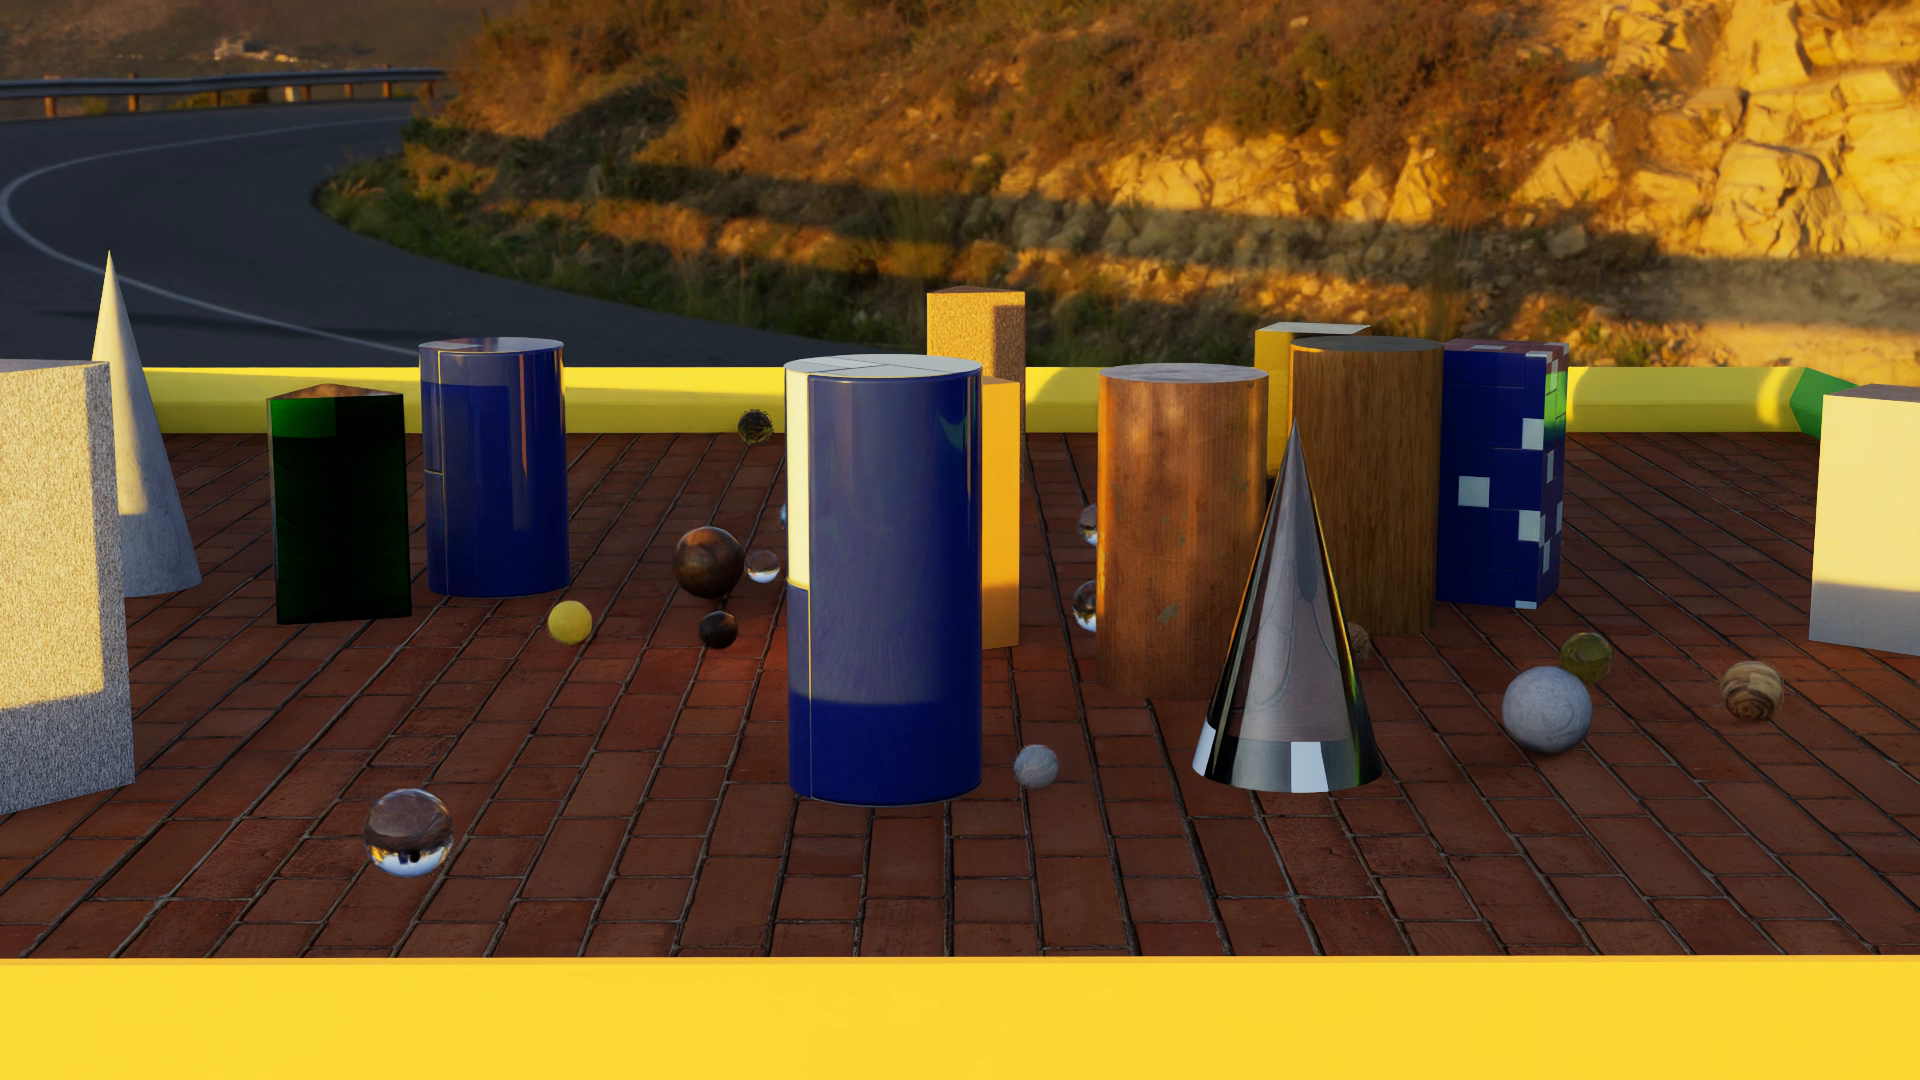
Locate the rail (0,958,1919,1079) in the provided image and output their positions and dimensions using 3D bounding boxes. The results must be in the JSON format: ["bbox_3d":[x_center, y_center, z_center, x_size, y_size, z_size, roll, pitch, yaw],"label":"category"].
[{"bbox_3d":[0.010,0.344,1.771,3.418,0.130,0.045,0,10,0],"label":"rail"}]

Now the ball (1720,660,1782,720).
[{"bbox_3d":[0.890,0.169,2.887,0.068,0.068,0.068,0,10,0],"label":"ball"}]

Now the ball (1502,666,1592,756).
[{"bbox_3d":[0.628,0.182,2.744,0.095,0.095,0.095,0,10,0],"label":"ball"}]

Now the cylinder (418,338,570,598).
[{"bbox_3d":[-0.655,-0.105,3.619,0.200,0.342,0.200,0,10,0],"label":"cylinder"}]

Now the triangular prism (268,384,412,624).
[{"bbox_3d":[-0.841,-0.053,3.456,0.173,0.300,0.150,-3,11,-18],"label":"triangular prism"}]

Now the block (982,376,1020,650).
[{"bbox_3d":[-0.035,-0.037,3.265,0.160,0.336,0.160,-6,12,-30],"label":"block"}]

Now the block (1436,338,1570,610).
[{"bbox_3d":[0.741,-0.096,3.554,0.160,0.347,0.160,5,11,23],"label":"block"}]

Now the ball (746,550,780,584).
[{"bbox_3d":[-0.281,0.038,3.656,0.047,0.047,0.047,0,10,0],"label":"ball"}]

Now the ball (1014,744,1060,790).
[{"bbox_3d":[0.078,0.231,2.616,0.046,0.046,0.046,0,10,0],"label":"ball"}]

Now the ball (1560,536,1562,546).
[{"bbox_3d":[0.871,-0.003,3.840,0.060,0.060,0.060,0,10,0],"label":"ball"}]

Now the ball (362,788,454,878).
[{"bbox_3d":[-0.501,0.266,2.330,0.082,0.082,0.082,0,10,0],"label":"ball"}]

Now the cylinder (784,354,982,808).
[{"bbox_3d":[-0.077,0.036,2.611,0.200,0.430,0.200,0,10,0],"label":"cylinder"}]

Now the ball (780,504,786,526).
[{"bbox_3d":[-0.266,-0.038,4.079,0.043,0.043,0.043,0,10,0],"label":"ball"}]

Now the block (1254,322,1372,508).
[{"bbox_3d":[0.591,-0.209,4.308,0.160,0.295,0.160,4,11,21],"label":"block"}]

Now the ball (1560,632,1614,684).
[{"bbox_3d":[0.748,0.140,3.061,0.062,0.062,0.062,0,10,0],"label":"ball"}]

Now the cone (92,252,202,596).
[{"bbox_3d":[-1.184,-0.171,3.614,0.200,0.474,0.200,0,10,0],"label":"cone"}]

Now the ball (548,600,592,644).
[{"bbox_3d":[-0.497,0.105,3.271,0.056,0.056,0.056,0,10,0],"label":"ball"}]

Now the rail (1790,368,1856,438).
[{"bbox_3d":[1.685,0.032,3.458,0.045,0.130,3.459,0,10,0],"label":"rail"}]

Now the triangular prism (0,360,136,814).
[{"bbox_3d":[-0.962,0.039,2.587,0.150,0.435,0.173,9,14,39],"label":"triangular prism"}]

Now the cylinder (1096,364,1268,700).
[{"bbox_3d":[0.262,-0.014,3.044,0.200,0.371,0.200,0,10,0],"label":"cylinder"}]

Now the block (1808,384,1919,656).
[{"bbox_3d":[1.203,-0.029,3.277,0.160,0.317,0.160,9,14,39],"label":"block"}]

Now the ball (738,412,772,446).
[{"bbox_3d":[-0.398,-0.217,4.985,0.066,0.066,0.066,0,10,0],"label":"ball"}]

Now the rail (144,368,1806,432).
[{"bbox_3d":[-0.010,-0.277,5.126,3.418,0.130,0.045,0,10,0],"label":"rail"}]

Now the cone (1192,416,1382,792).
[{"bbox_3d":[0.344,0.055,2.668,0.200,0.373,0.200,0,10,0],"label":"cone"}]

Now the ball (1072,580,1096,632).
[{"bbox_3d":[0.179,0.086,3.337,0.069,0.069,0.069,0,10,0],"label":"ball"}]

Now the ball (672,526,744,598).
[{"bbox_3d":[-0.348,0.031,3.550,0.100,0.100,0.100,0,10,0],"label":"ball"}]

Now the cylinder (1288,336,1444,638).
[{"bbox_3d":[0.530,-0.074,3.375,0.200,0.370,0.200,0,10,0],"label":"cylinder"}]

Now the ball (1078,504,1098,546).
[{"bbox_3d":[0.214,-0.023,3.935,0.065,0.065,0.065,0,10,0],"label":"ball"}]

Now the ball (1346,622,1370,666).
[{"bbox_3d":[0.473,0.129,3.136,0.057,0.057,0.057,0,10,0],"label":"ball"}]

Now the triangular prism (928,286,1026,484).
[{"bbox_3d":[0.017,-0.277,4.560,0.173,0.338,0.150,-2,11,-10],"label":"triangular prism"}]

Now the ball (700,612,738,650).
[{"bbox_3d":[-0.304,0.114,3.243,0.048,0.048,0.048,0,10,0],"label":"ball"}]
